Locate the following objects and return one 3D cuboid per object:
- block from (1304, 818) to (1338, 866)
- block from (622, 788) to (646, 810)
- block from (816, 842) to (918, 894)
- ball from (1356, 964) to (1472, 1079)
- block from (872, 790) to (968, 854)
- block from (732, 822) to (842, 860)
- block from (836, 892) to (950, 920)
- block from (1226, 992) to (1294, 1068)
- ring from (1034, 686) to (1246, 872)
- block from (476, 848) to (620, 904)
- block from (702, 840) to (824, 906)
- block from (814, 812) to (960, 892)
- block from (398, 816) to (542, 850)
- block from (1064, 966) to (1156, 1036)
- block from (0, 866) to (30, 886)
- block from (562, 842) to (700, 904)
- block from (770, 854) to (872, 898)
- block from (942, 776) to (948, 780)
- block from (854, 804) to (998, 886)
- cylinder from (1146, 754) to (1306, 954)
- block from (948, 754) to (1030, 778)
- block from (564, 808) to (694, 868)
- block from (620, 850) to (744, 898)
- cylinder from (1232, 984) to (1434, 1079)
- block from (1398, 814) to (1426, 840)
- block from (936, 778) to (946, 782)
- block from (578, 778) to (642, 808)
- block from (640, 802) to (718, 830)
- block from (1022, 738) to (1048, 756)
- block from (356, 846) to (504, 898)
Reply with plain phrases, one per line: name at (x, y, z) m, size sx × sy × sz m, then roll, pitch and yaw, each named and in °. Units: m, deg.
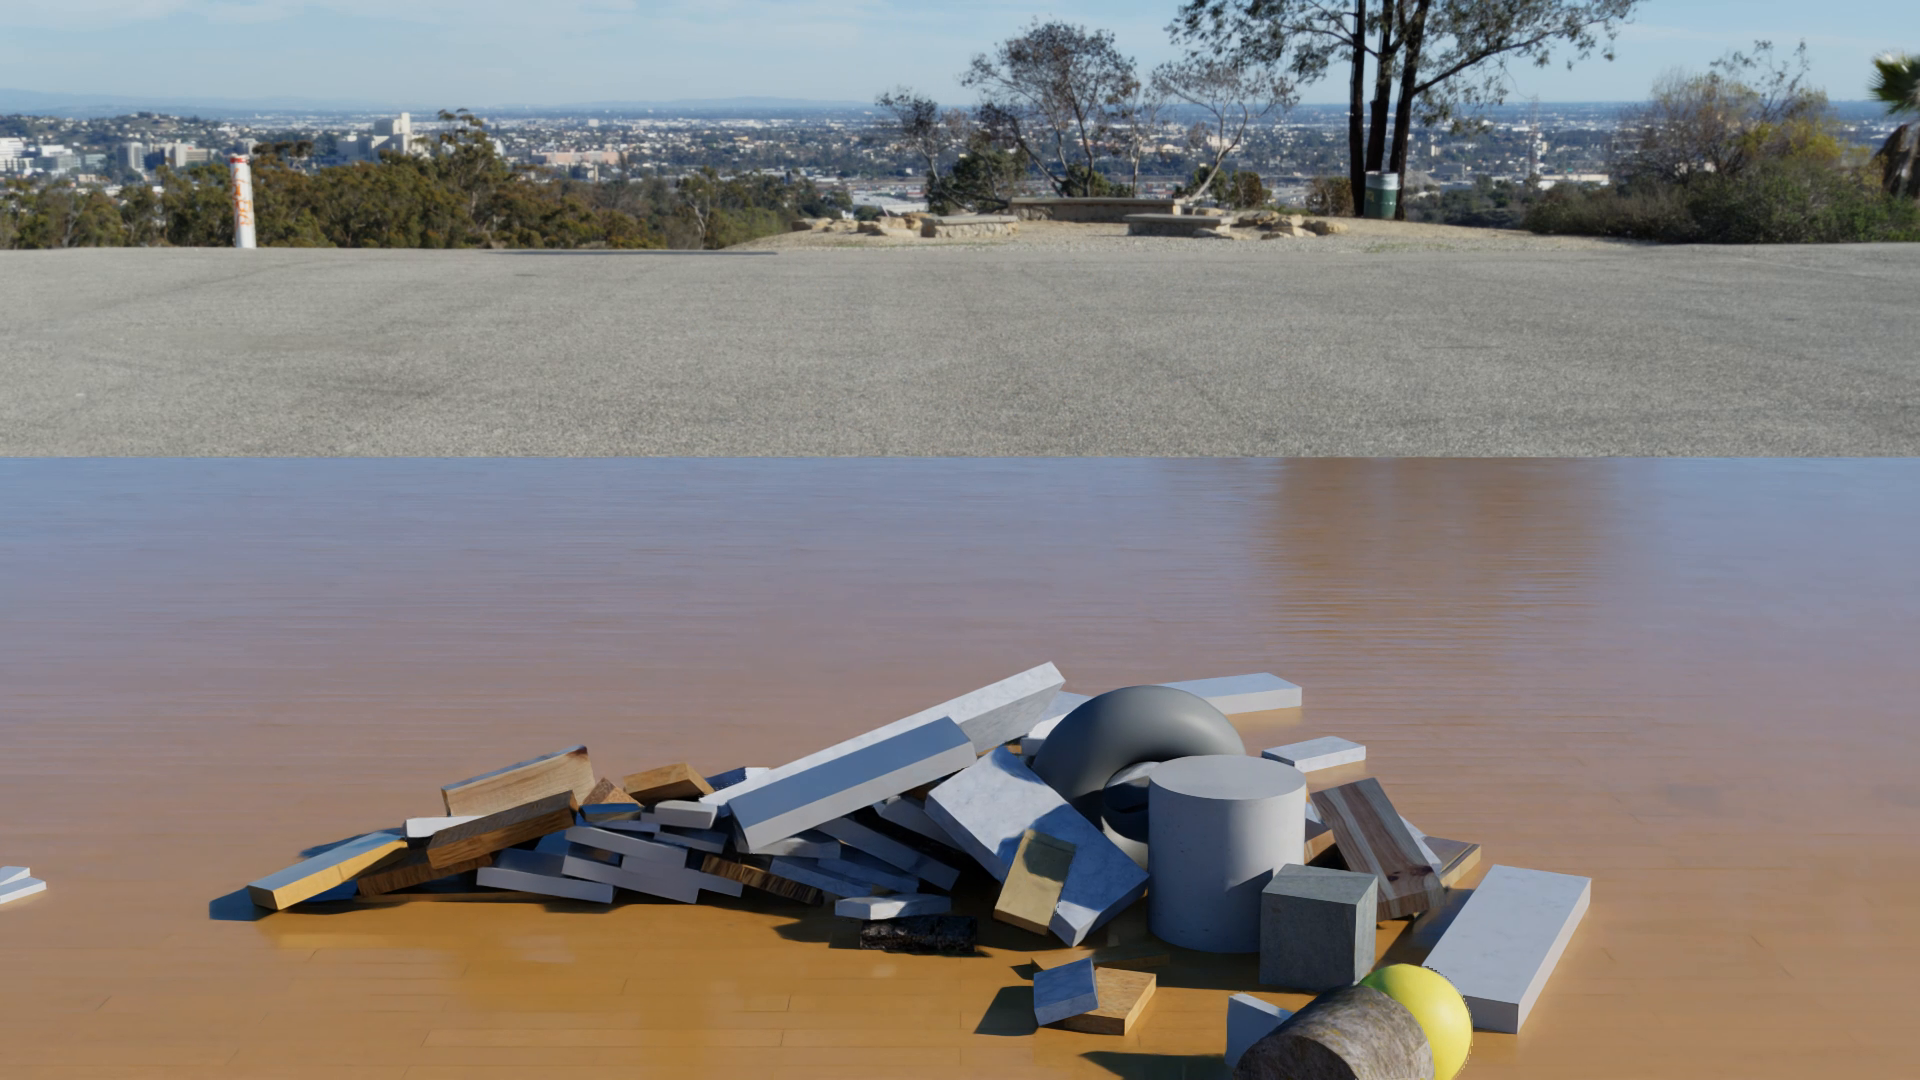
block at (0.493, 0.513, 3.806) m, size 0.159 × 0.045 × 0.319 m, roll -22°, pitch 16°, yaw -21°
block at (-0.596, 0.505, 4.028) m, size 0.129 × 0.037 × 0.258 m, roll 3°, pitch 11°, yaw 15°
block at (-0.154, 0.546, 3.681) m, size 0.170 × 0.024 × 0.085 m, roll 18°, pitch 9°, yaw -5°
ball at (0.589, 0.646, 2.905) m, size 0.169 × 0.169 × 0.169 m, roll 0°, pitch 11°, yaw 0°
block at (-0.021, 0.473, 3.697) m, size 0.283 × 0.040 × 0.142 m, roll 26°, pitch 6°, yaw -21°
block at (-0.287, 0.496, 3.633) m, size 0.170 × 0.024 × 0.085 m, roll 6°, pitch 10°, yaw -13°
block at (-0.107, 0.585, 3.517) m, size 0.170 × 0.024 × 0.085 m, roll 3°, pitch -4°, yaw -43°
block at (0.435, 0.679, 2.923) m, size 0.027 × 0.097 × 0.194 m, roll -6°, pitch 12°, yaw -39°
ring at (0.300, 0.415, 3.680) m, size 0.378 × 0.378 × 0.126 m, roll -2°, pitch 27°, yaw -9°
block at (-0.681, 0.557, 3.666) m, size 0.224 × 0.032 × 0.112 m, roll 8°, pitch 10°, yaw 0°
block at (-0.325, 0.548, 3.646) m, size 0.201 × 0.028 × 0.100 m, roll 18°, pitch 9°, yaw -5°
block at (-0.135, 0.500, 3.713) m, size 0.269 × 0.038 × 0.135 m, roll 27°, pitch 5°, yaw -11°
block at (-0.839, 0.511, 3.761) m, size 0.236 × 0.033 × 0.118 m, roll 1°, pitch -30°, yaw -27°
block at (0.219, 0.667, 3.186) m, size 0.089 × 0.025 × 0.177 m, roll 4°, pitch 11°, yaw 19°
block at (-1.622, 0.574, 3.719) m, size 0.046 × 0.013 × 0.093 m, roll 2°, pitch 11°, yaw 11°
block at (-0.542, 0.547, 3.661) m, size 0.224 × 0.032 × 0.112 m, roll 14°, pitch 10°, yaw -5°
block at (-0.229, 0.553, 3.646) m, size 0.170 × 0.024 × 0.085 m, roll 18°, pitch 9°, yaw -3°
block at (0.014, 0.469, 4.253) m, size 0.069 × 0.020 × 0.139 m, roll -3°, pitch 10°, yaw -39°
block at (-0.056, 0.495, 3.742) m, size 0.269 × 0.038 × 0.135 m, roll 27°, pitch 6°, yaw -13°
cylinder at (0.423, 0.495, 3.501) m, size 0.247 × 0.247 × 0.247 m, roll 0°, pitch 11°, yaw 0°
block at (0.167, 0.441, 4.198) m, size 0.340 × 0.048 × 0.170 m, roll 0°, pitch 2°, yaw -27°
block at (-0.543, 0.490, 3.633) m, size 0.201 × 0.028 × 0.100 m, roll 14°, pitch 10°, yaw 0°
block at (-0.456, 0.540, 3.650) m, size 0.201 × 0.028 × 0.100 m, roll 14°, pitch 10°, yaw -5°
cylinder at (0.462, 0.671, 2.721) m, size 0.188 × 0.188 × 0.188 m, roll 7°, pitch 13°, yaw 33°
block at (0.759, 0.520, 3.970) m, size 0.094 × 0.027 × 0.189 m, roll -2°, pitch 11°, yaw -11°
block at (-0.085, 0.480, 4.208) m, size 0.138 × 0.020 × 0.069 m, roll -8°, pitch 13°, yaw -36°
block at (-0.613, 0.474, 3.800) m, size 0.028 × 0.100 × 0.201 m, roll 37°, pitch -10°, yaw 14°
block at (-0.459, 0.452, 3.603) m, size 0.115 × 0.016 × 0.058 m, roll 6°, pitch 10°, yaw 6°
block at (0.243, 0.394, 4.162) m, size 0.239 × 0.034 × 0.119 m, roll 0°, pitch -5°, yaw 10°
block at (-0.876, 0.535, 3.651) m, size 0.224 × 0.032 × 0.112 m, roll -15°, pitch 9°, yaw 2°
